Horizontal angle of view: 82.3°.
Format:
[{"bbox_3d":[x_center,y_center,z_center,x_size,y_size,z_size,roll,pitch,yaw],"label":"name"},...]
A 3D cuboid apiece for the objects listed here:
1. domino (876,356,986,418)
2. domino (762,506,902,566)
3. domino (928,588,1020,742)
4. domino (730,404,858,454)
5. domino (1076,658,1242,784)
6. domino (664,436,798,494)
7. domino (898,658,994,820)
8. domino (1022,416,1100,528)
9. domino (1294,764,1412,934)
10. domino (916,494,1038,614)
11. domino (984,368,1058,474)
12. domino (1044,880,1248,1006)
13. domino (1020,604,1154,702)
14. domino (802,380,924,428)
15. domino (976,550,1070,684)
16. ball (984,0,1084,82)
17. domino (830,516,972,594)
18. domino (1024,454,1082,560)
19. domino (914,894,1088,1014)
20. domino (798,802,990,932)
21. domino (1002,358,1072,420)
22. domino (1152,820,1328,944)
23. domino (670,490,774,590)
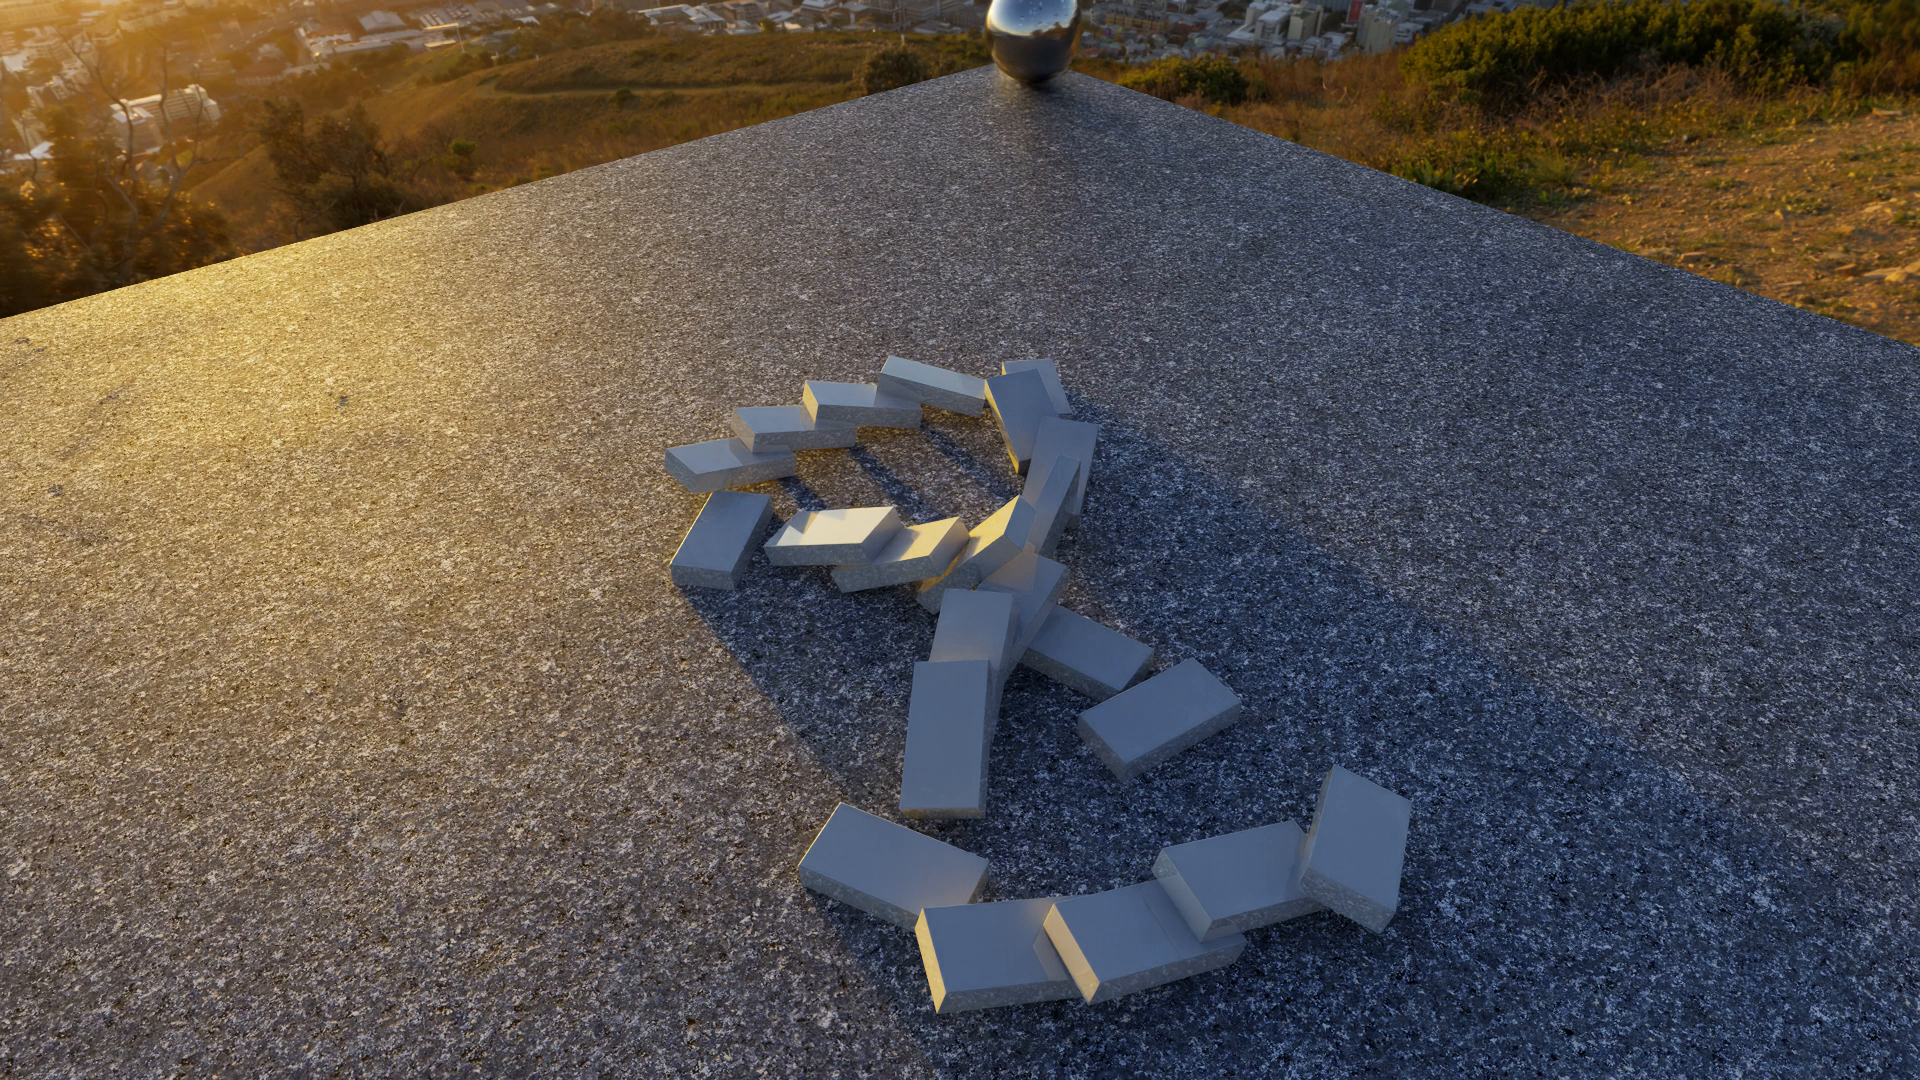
[{"bbox_3d":[-0.012,-0.073,0.522,0.050,0.010,0.025,14,30,0],"label":"domino"},{"bbox_3d":[-0.050,-0.001,0.431,0.050,0.009,0.025,-2,33,34],"label":"domino"},{"bbox_3d":[0.003,0.042,0.374,0.025,0.010,0.050,4,63,18],"label":"domino"},{"bbox_3d":[-0.074,-0.051,0.494,0.050,0.010,0.025,-7,36,-33],"label":"domino"},{"bbox_3d":[0.067,0.060,0.370,0.050,0.009,0.025,-22,44,-24],"label":"domino"},{"bbox_3d":[-0.099,-0.034,0.474,0.050,0.009,0.025,-16,40,-41],"label":"domino"},{"bbox_3d":[-0.004,0.063,0.351,0.025,0.009,0.050,-4,57,14],"label":"domino"},{"bbox_3d":[0.043,-0.029,0.469,0.025,0.009,0.050,10,55,9],"label":"domino"},{"bbox_3d":[0.117,0.089,0.324,0.025,0.009,0.050,26,34,14],"label":"domino"},{"bbox_3d":[0.006,0.006,0.409,0.009,0.050,0.025,42,38,-14],"label":"domino"},{"bbox_3d":[0.031,-0.054,0.498,0.025,0.010,0.050,-13,57,-11],"label":"domino"},{"bbox_3d":[0.051,0.108,0.301,0.050,0.009,0.025,-2,36,-29],"label":"domino"},{"bbox_3d":[0.041,0.040,0.395,0.050,0.010,0.025,24,45,27],"label":"domino"},{"bbox_3d":[-0.045,-0.063,0.509,0.050,0.010,0.025,0,33,-24],"label":"domino"},{"bbox_3d":[0.016,0.026,0.394,0.025,0.010,0.050,22,62,26],"label":"domino"},{"bbox_3d":[0.060,-0.416,0.895,0.080,0.080,0.080,0,39,0],"label":"ball"},{"bbox_3d":[-0.023,0.006,0.417,0.050,0.010,0.025,-11,28,38],"label":"domino"},{"bbox_3d":[0.034,-0.007,0.431,0.009,0.025,0.050,17,55,14],"label":"domino"},{"bbox_3d":[0.015,0.111,0.298,0.050,0.010,0.025,3,37,-21],"label":"domino"},{"bbox_3d":[-0.019,0.098,0.324,0.050,0.010,0.025,16,42,19],"label":"domino"},{"bbox_3d":[0.036,-0.070,0.528,0.025,0.009,0.050,-4,40,-5],"label":"domino"},{"bbox_3d":[0.083,0.097,0.315,0.050,0.010,0.025,-3,37,-28],"label":"domino"},{"bbox_3d":[-0.095,-0.001,0.445,0.025,0.009,0.050,6,40,8],"label":"domino"}]
